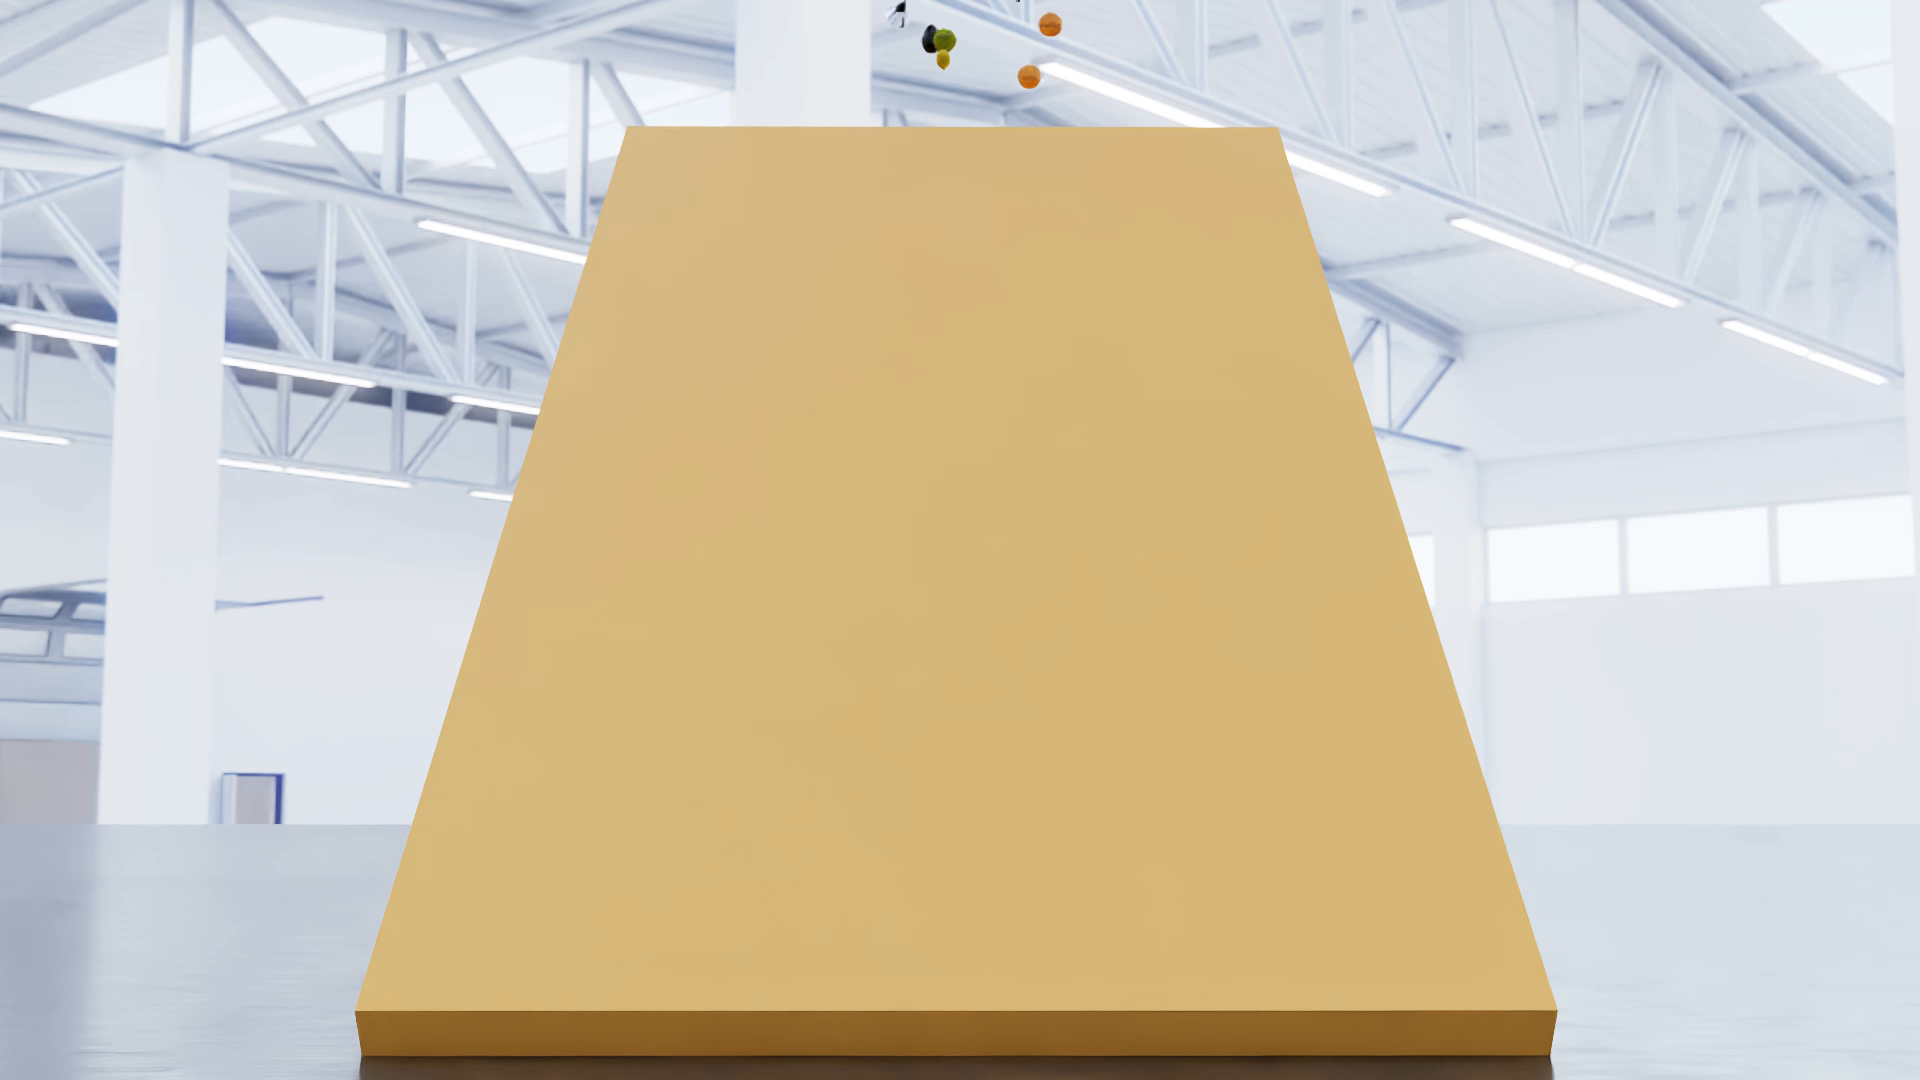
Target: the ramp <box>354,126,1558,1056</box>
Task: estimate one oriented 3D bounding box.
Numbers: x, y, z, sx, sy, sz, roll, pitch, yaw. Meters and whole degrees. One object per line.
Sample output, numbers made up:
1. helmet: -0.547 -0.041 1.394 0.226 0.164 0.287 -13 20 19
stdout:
1. ramp: -0.014 -0.202 5.778 2.000 0.100 4.000 0 31 0
